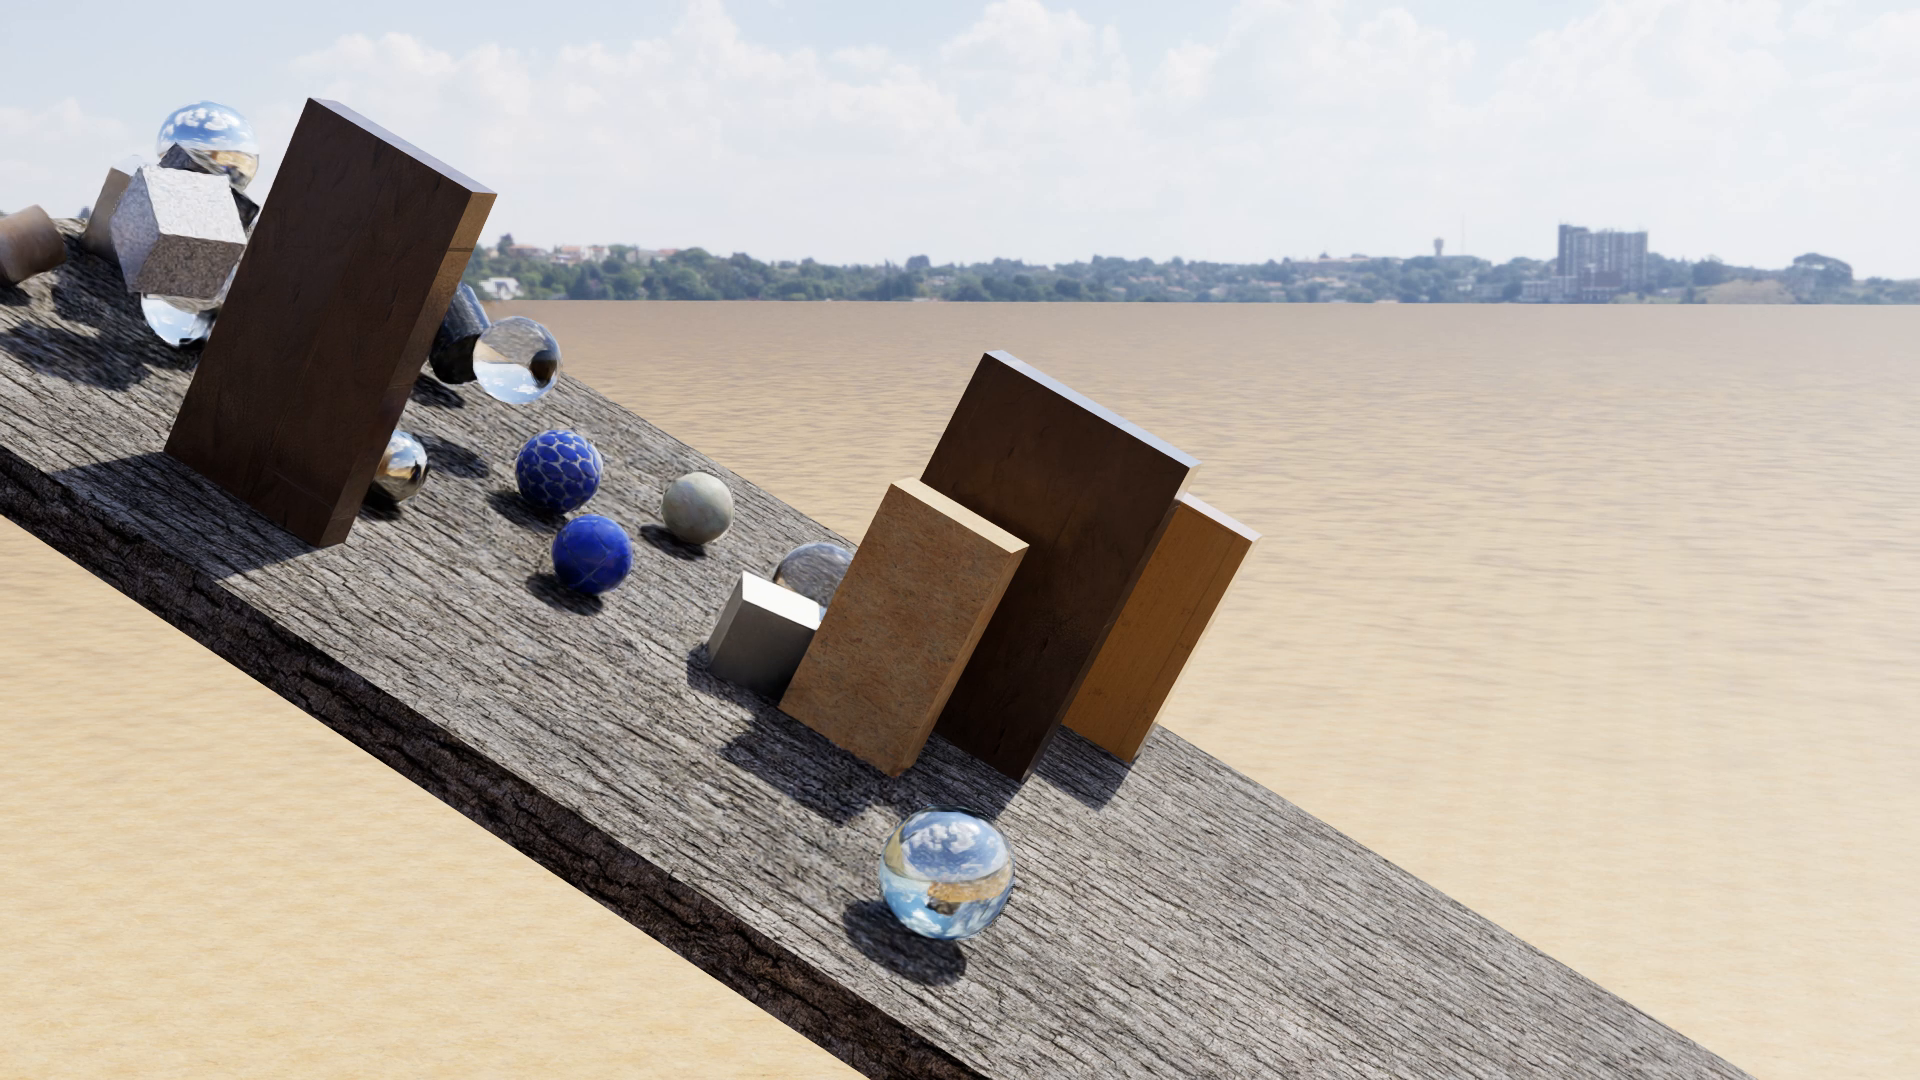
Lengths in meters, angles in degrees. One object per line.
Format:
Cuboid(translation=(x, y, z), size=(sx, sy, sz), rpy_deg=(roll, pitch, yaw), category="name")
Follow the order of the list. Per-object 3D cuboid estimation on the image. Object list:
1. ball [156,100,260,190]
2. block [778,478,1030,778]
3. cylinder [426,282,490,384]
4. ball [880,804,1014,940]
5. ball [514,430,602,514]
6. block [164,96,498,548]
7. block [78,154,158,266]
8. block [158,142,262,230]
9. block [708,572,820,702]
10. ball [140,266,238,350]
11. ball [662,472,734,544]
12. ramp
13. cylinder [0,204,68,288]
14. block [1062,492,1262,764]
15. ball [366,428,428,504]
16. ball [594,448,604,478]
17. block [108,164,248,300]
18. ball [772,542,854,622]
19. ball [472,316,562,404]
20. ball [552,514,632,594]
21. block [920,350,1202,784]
Cuboid(translation=(-1.530, -0.792, 4.477), size=(0.202, 0.202, 0.202), rpy_deg=(0, 7, 0), category="ball")
Cuboid(translation=(-0.103, 0.156, 3.943), size=(0.248, 0.468, 0.118), rpy_deg=(30, 14, 12), category="block")
Cuboid(translation=(-1.089, -0.446, 4.743), size=(0.155, 0.155, 0.155), rpy_deg=(-25, -26, -13), category="cylinder")
Cuboid(translation=(-0.021, 0.510, 3.374), size=(0.206, 0.206, 0.206), rpy_deg=(0, 7, 0), category="ball")
Cuboid(translation=(-0.791, -0.135, 4.328), size=(0.167, 0.167, 0.167), rpy_deg=(0, 7, 0), category="ball")
Cuboid(translation=(-1.046, -0.356, 3.634), size=(0.332, 0.656, 0.081), rpy_deg=(30, 14, 12), category="block")
Cuboid(translation=(-1.674, -0.662, 4.542), size=(0.182, 0.182, 0.182), rpy_deg=(25, 14, -13), category="block")
Cuboid(translation=(-1.497, -0.649, 4.295), size=(0.159, 0.159, 0.159), rpy_deg=(38, -2, -39), category="block")
Cuboid(translation=(-0.360, 0.178, 4.038), size=(0.153, 0.153, 0.153), rpy_deg=(24, 14, -13), category="block")
Cuboid(translation=(-1.458, -0.459, 4.194), size=(0.196, 0.196, 0.196), rpy_deg=(0, 7, 0), category="ball")
Cuboid(translation=(-0.545, -0.066, 4.575), size=(0.149, 0.149, 0.149), rpy_deg=(0, 7, 0), category="ball")
Cuboid(translation=(-0.221, 0.367, 4.147), size=(4.000, 0.100, 2.000), rpy_deg=(30, 14, 12), category="ramp")
Cuboid(translation=(-1.729, -0.541, 4.049), size=(0.117, 0.117, 0.117), rpy_deg=(-33, 24, -29), category="cylinder")
Cuboid(translation=(0.366, 0.155, 4.655), size=(0.308, 0.543, 0.118), rpy_deg=(30, 14, 12), category="block")
Cuboid(translation=(-1.025, -0.132, 3.949), size=(0.137, 0.137, 0.137), rpy_deg=(0, 7, 0), category="ball")
Cuboid(translation=(-0.788, -0.148, 4.480), size=(0.119, 0.119, 0.119), rpy_deg=(0, 7, 0), category="ball")
Cuboid(translation=(-1.428, -0.559, 4.014), size=(0.162, 0.162, 0.162), rpy_deg=(2, -36, -44), category="block")
Cuboid(translation=(-0.268, 0.098, 4.201), size=(0.187, 0.187, 0.187), rpy_deg=(0, 7, 0), category="ball")
Cuboid(translation=(-0.895, -0.363, 4.448), size=(0.177, 0.177, 0.177), rpy_deg=(0, 7, 0), category="ball")
Cuboid(translation=(-0.672, 0.027, 4.017), size=(0.147, 0.147, 0.147), rpy_deg=(0, 7, 0), category="ball")
Cuboid(translation=(0.097, 0.050, 4.222), size=(0.445, 0.694, 0.119), rpy_deg=(30, 14, 12), category="block")
